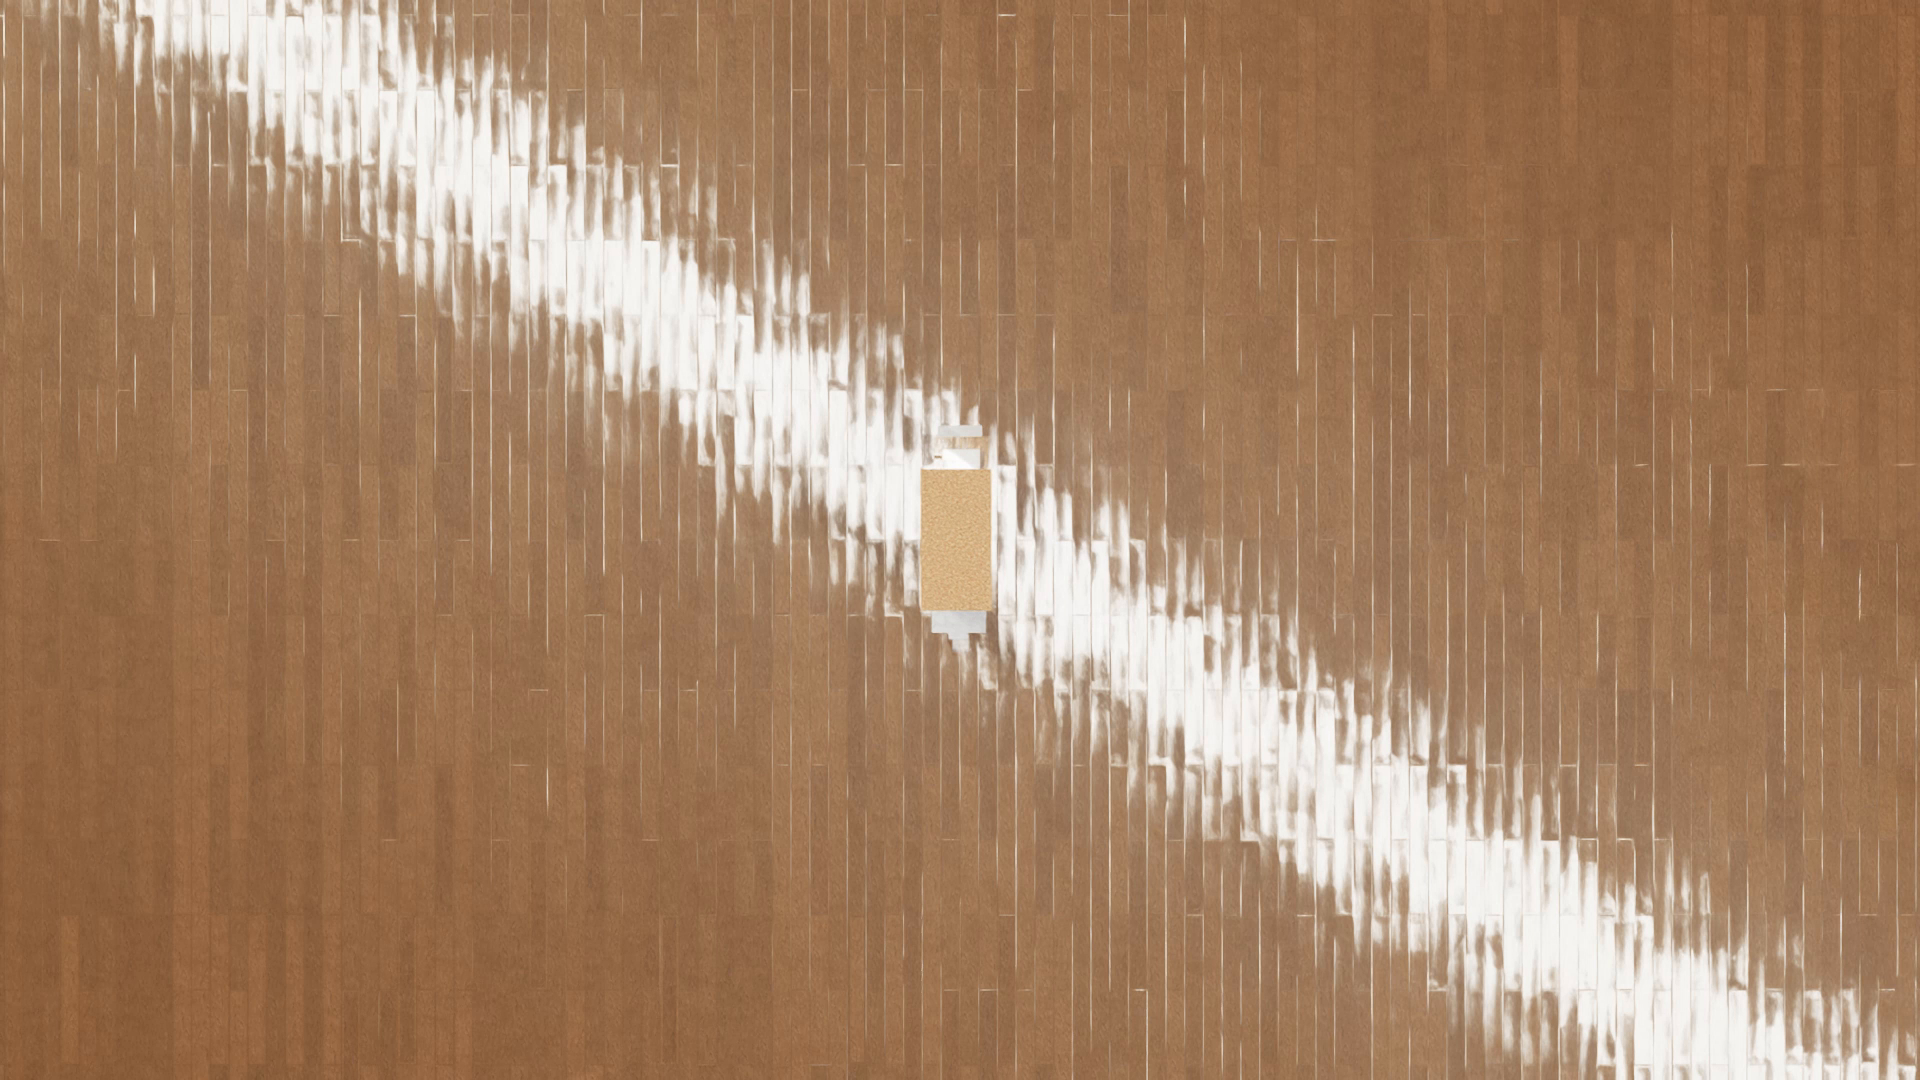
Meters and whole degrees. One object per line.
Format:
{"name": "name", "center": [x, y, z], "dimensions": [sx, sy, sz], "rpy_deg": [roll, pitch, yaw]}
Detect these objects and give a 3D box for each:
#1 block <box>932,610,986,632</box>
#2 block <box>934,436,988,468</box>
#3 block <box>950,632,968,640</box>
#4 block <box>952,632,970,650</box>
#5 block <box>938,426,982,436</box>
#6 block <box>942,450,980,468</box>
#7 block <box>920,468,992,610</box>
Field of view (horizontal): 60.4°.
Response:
{"name": "block", "center": [-0.003, 0.104, 4.463], "dimensions": [0.145, 0.041, 0.291], "rpy_deg": [0, 90, 0]}
{"name": "block", "center": [0.004, -0.142, 4.797], "dimensions": [0.158, 0.045, 0.316], "rpy_deg": [0, 90, 0]}
{"name": "block", "center": [-0.004, 0.242, 5.010], "dimensions": [0.059, 0.017, 0.117], "rpy_deg": [0, 90, 0]}
{"name": "block", "center": [0.003, 0.305, 5.383], "dimensions": [0.054, 0.015, 0.109], "rpy_deg": [0, 90, 0]}
{"name": "block", "center": [-0.001, -0.219, 5.199], "dimensions": [0.140, 0.040, 0.281], "rpy_deg": [0, 90, 0]}
{"name": "block", "center": [0.003, -0.147, 4.556], "dimensions": [0.102, 0.029, 0.204], "rpy_deg": [0, 90, 0]}
{"name": "block", "center": [-0.009, -0.001, 4.071], "dimensions": [0.174, 0.049, 0.347], "rpy_deg": [0, 90, 0]}
